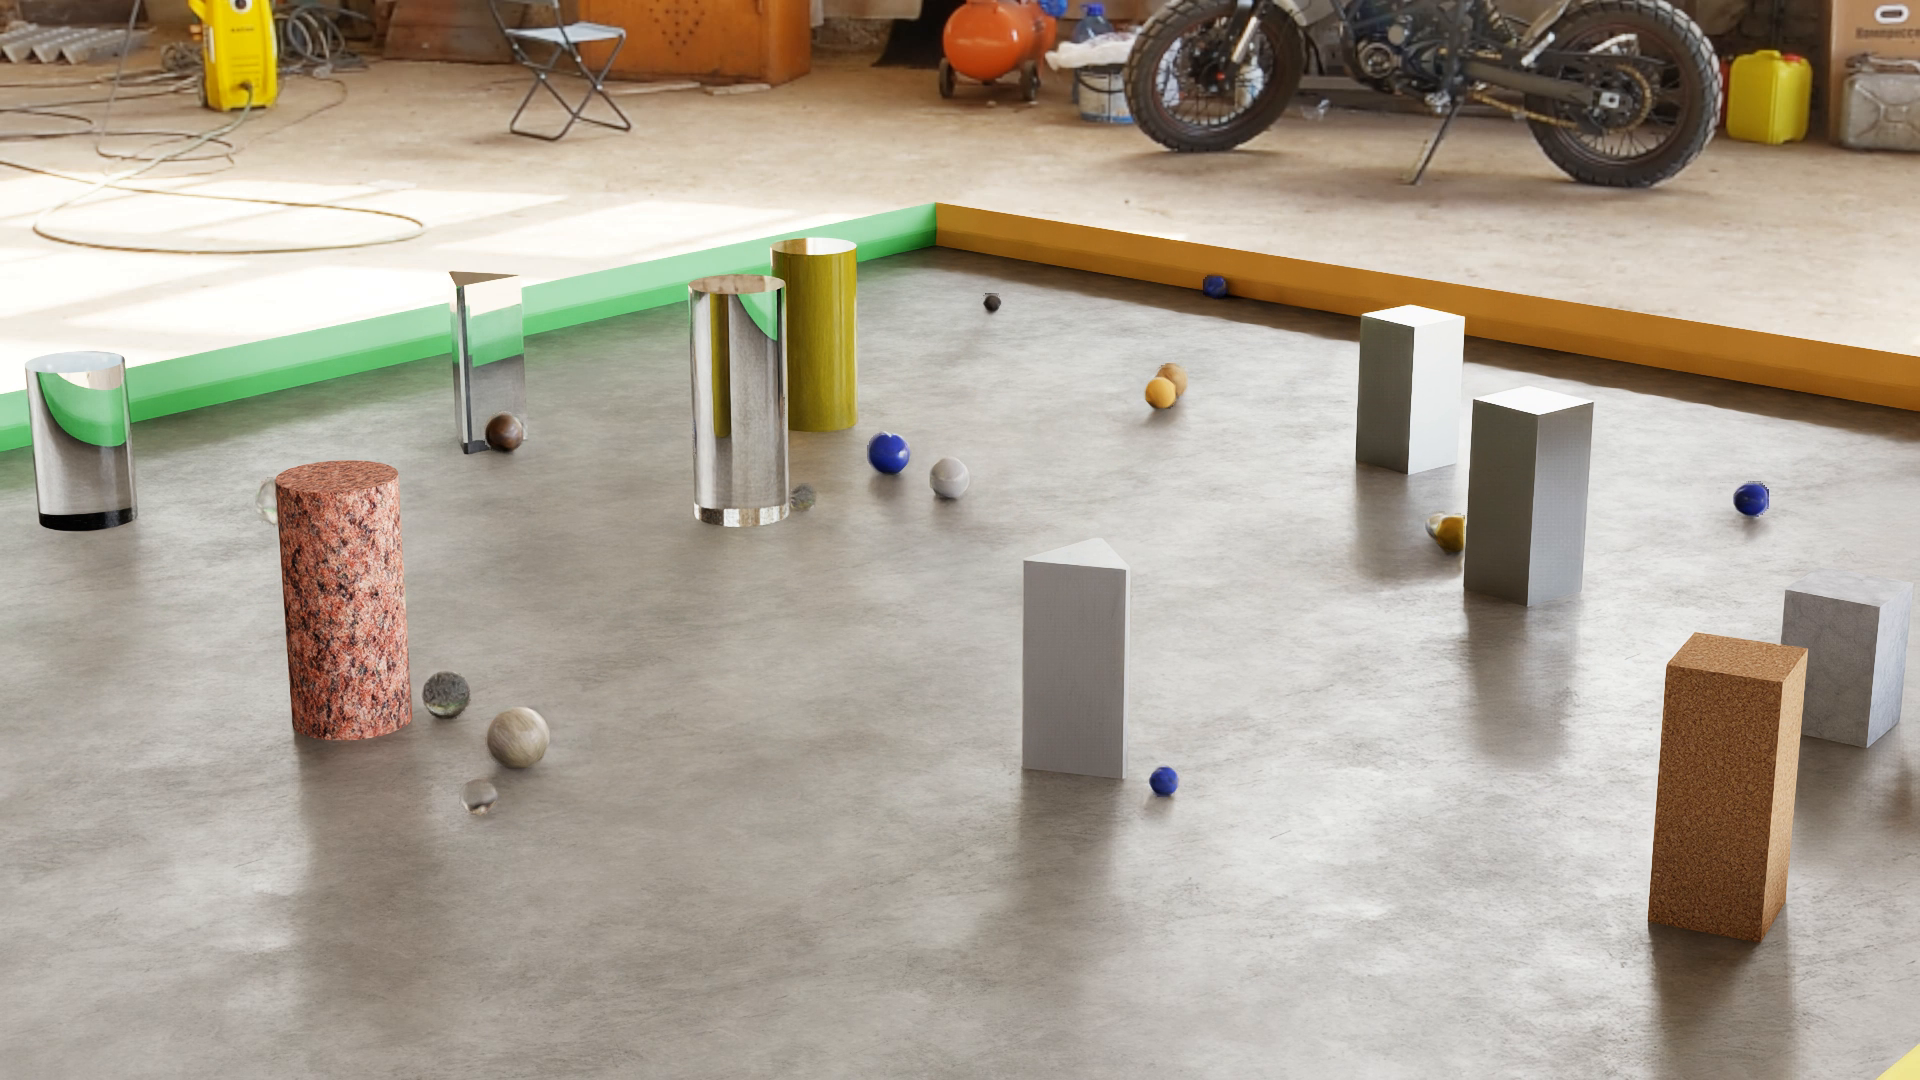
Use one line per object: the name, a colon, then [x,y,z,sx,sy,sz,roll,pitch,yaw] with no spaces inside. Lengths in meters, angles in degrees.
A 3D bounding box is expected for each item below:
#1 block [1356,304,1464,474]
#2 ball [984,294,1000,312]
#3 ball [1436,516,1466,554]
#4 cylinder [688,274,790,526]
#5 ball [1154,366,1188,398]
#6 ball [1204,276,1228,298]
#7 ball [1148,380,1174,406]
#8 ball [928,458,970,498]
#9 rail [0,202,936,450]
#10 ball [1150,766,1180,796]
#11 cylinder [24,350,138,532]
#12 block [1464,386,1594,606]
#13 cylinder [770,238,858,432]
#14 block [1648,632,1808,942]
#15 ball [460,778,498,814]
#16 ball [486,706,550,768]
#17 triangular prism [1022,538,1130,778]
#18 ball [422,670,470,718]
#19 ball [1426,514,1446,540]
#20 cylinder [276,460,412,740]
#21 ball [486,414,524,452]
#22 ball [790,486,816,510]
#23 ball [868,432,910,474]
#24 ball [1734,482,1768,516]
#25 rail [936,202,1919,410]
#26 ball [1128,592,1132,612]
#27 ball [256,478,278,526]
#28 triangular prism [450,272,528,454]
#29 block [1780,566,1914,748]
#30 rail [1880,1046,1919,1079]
block: [0.906,-0.304,5.910,0.145,0.302,0.145,-13,21,-37]
ball: [0.081,-0.591,7.303,0.042,0.042,0.042,0,17,0]
ball: [0.900,-0.010,5.343,0.068,0.068,0.068,0,17,0]
cylinder: [-0.416,-0.264,5.531,0.182,0.445,0.182,0,17,0]
ball: [0.464,-0.347,6.444,0.073,0.073,0.073,0,17,0]
ball: [0.651,-0.642,7.442,0.059,0.059,0.059,0,17,0]
ball: [0.435,-0.318,6.357,0.057,0.057,0.057,0,17,0]
ball: [-0.021,-0.120,5.685,0.080,0.080,0.080,0,17,0]
rail: [-1.567,-0.365,6.423,0.045,0.118,4.627,14,22,39]
ball: [0.294,0.346,4.210,0.043,0.043,0.043,0,17,0]
cylinder: [-1.654,-0.188,5.522,0.182,0.304,0.182,0,17,0]
block: [0.986,-0.078,5.093,0.145,0.341,0.145,-13,21,-37]
cylinder: [-0.308,-0.436,6.210,0.182,0.379,0.182,0,17,0]
block: [0.988,0.316,3.775,0.145,0.352,0.145,9,19,26]
ball: [-0.680,0.362,4.142,0.051,0.051,0.051,0,17,0]
ball: [-0.650,0.290,4.311,0.091,0.091,0.091,0,17,0]
triangular prism: [0.186,0.169,4.316,0.157,0.320,0.136,5,18,16]
ball: [-0.791,0.238,4.513,0.074,0.074,0.074,0,17,0]
ball: [0.885,-0.025,5.423,0.049,0.049,0.049,0,17,0]
cylinder: [-0.935,0.090,4.458,0.182,0.389,0.182,0,17,0]
ball: [-0.933,-0.219,6.009,0.079,0.079,0.079,0,17,0]
ball: [-0.300,-0.080,5.607,0.048,0.048,0.048,0,17,0]
ball: [-0.140,-0.173,5.852,0.083,0.083,0.083,0,17,0]
ball: [1.503,-0.077,5.571,0.064,0.064,0.064,0,17,0]
rail: [1.501,-0.472,6.776,4.197,0.118,0.045,14,22,39]
ball: [0.264,0.104,4.982,0.057,0.057,0.057,0,17,0]
ball: [-1.276,-0.071,5.503,0.091,0.091,0.091,0,17,0]
triangular prism: [-1.004,-0.373,6.053,0.136,0.350,0.157,16,23,42]
block: [1.344,0.176,4.461,0.145,0.223,0.145,12,21,34]
rail: [1.567,0.424,3.820,0.045,0.118,4.627,14,22,39]
